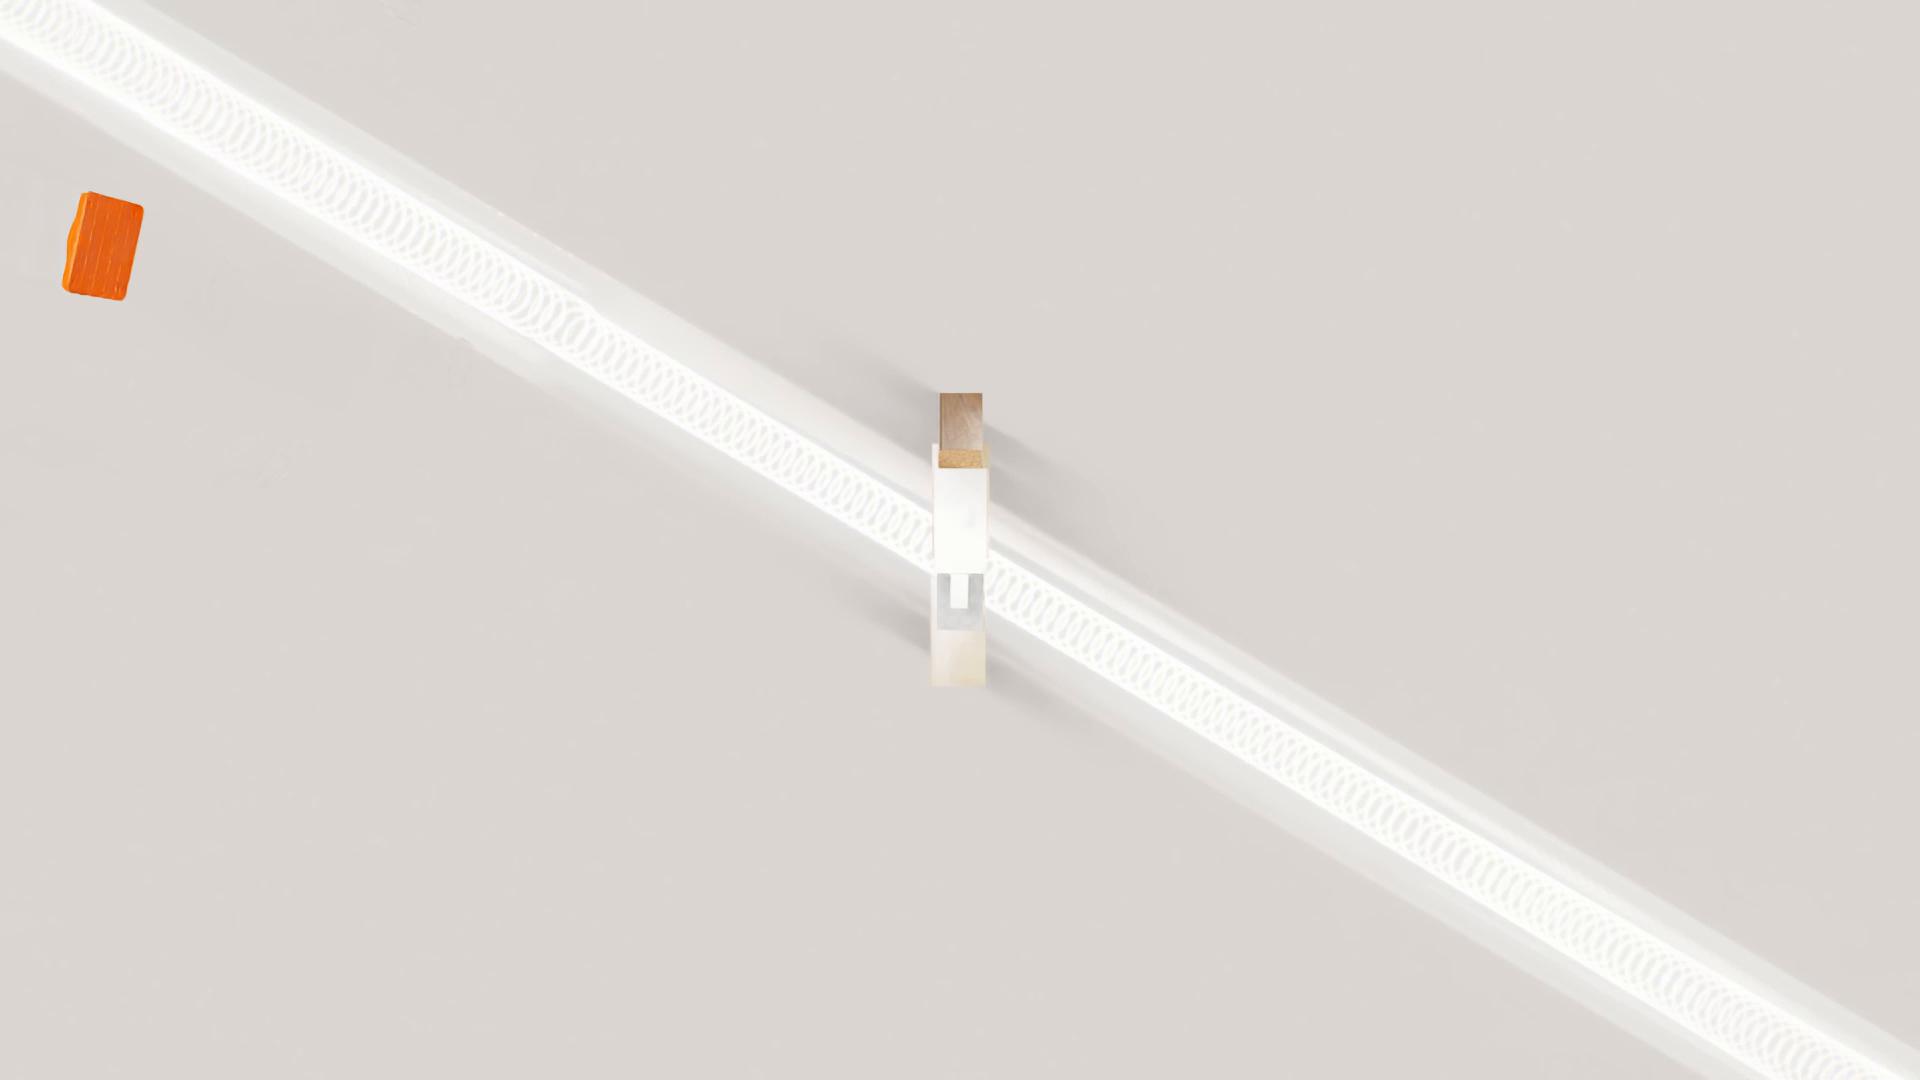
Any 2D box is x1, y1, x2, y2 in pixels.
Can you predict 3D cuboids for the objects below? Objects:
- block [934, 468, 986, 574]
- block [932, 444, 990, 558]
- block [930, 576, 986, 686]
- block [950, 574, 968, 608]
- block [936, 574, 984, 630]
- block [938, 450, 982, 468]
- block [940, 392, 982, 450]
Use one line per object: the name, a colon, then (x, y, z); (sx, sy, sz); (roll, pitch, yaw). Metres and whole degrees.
block: (0.001, -0.048, 4.208); (0.133, 0.038, 0.266); (0, 90, 0)
block: (0.002, -0.120, 5.122); (0.176, 0.050, 0.353); (0, 90, 0)
block: (-0.006, 0.269, 4.889); (0.161, 0.046, 0.321); (0, 90, 0)
block: (-0.002, 0.136, 4.395); (0.046, 0.013, 0.092); (1, 90, 0)
block: (0.000, 0.120, 4.511); (0.126, 0.036, 0.253); (0, 90, 0)
block: (0.000, -0.129, 4.530); (0.117, 0.033, 0.235); (0, 90, 0)
block: (0.004, -0.304, 4.829); (0.125, 0.035, 0.250); (0, 90, 0)
